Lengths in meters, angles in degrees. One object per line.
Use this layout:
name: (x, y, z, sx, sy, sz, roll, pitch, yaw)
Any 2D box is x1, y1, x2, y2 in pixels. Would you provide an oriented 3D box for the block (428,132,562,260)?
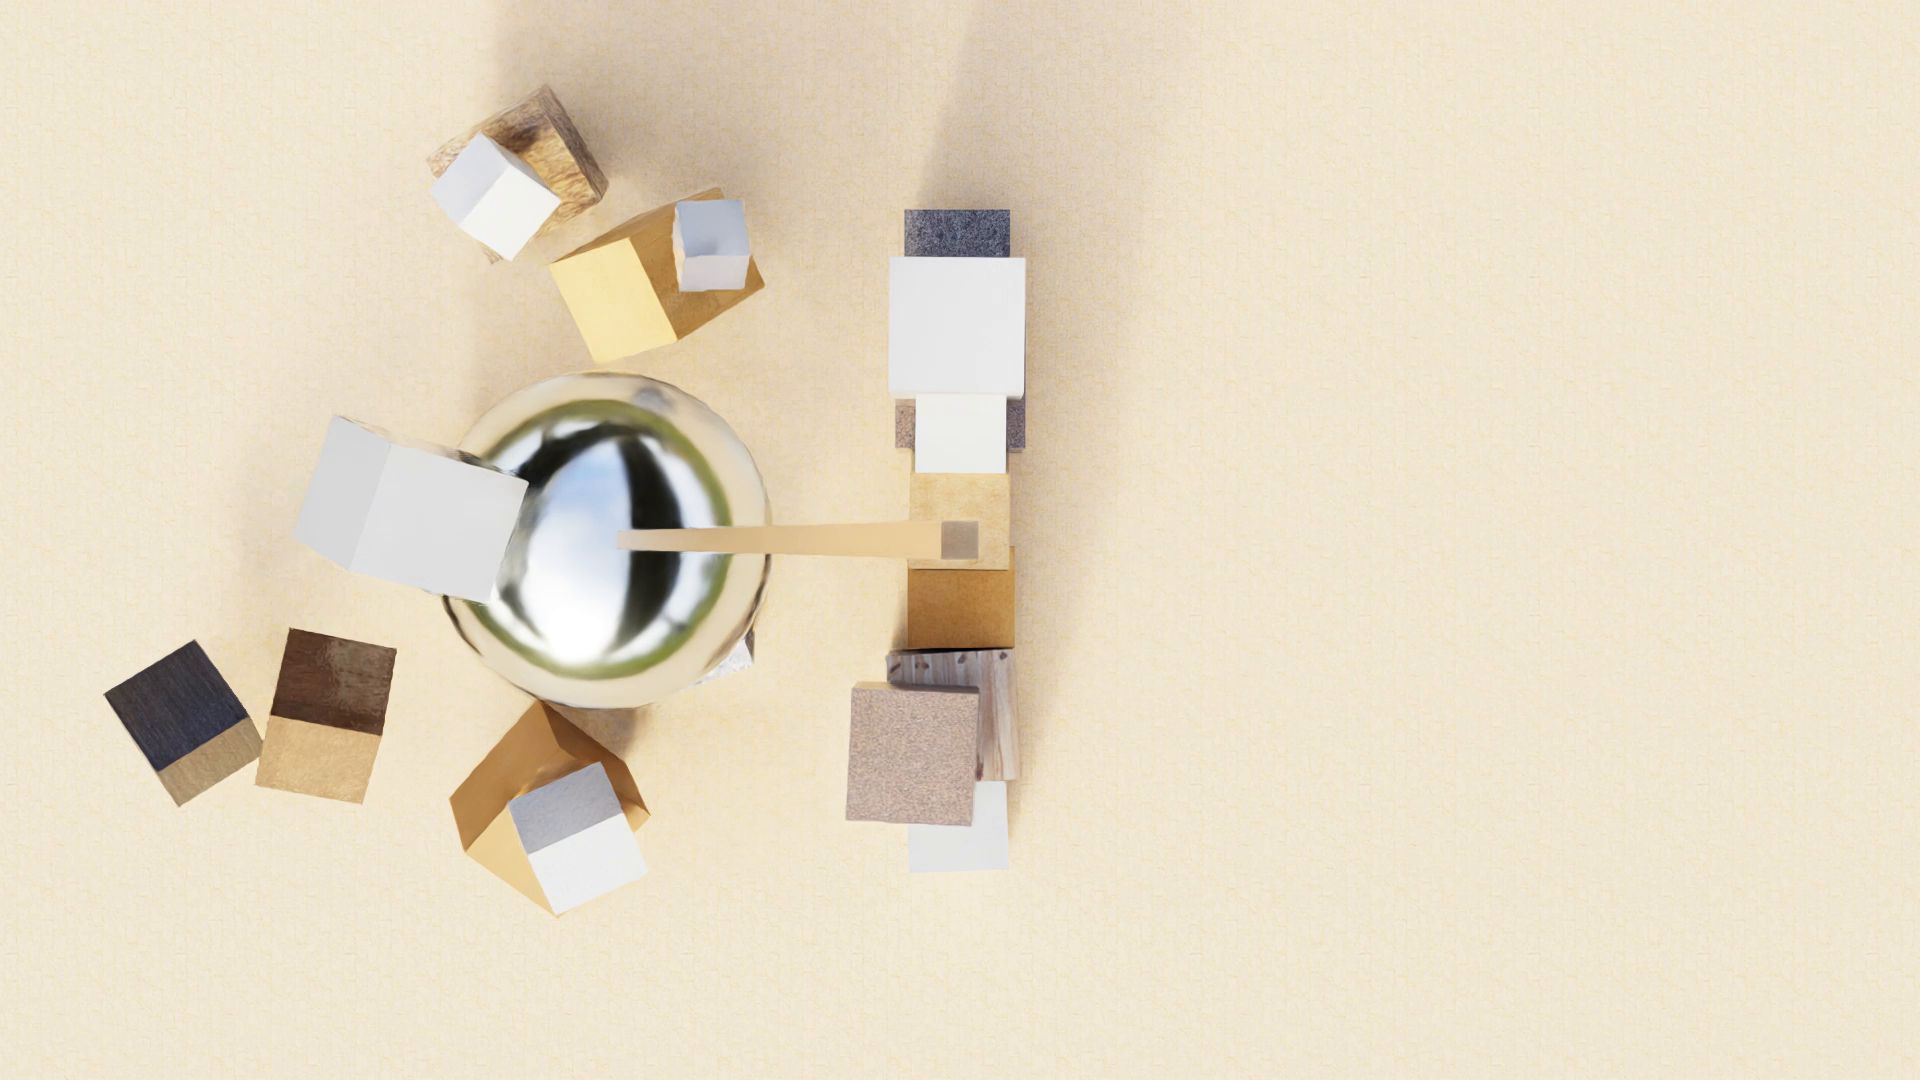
block: (-2.510, -1.857, 11.876, 0.433, 0.416, 0.380, -48, 54, 6)

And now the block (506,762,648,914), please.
block: (-2.064, 1.608, 11.886, 0.545, 0.478, 0.465, -24, 127, -11)

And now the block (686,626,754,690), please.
block: (-1.585, 0.476, 12.630, 0.643, 0.595, 0.580, -20, 106, 1)

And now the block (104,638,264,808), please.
block: (-4.366, 1.037, 12.419, 0.570, 0.540, 0.583, -34, 71, -21)

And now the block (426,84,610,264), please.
block: (-2.510, -2.097, 12.552, 0.715, 0.629, 0.673, -29, 108, 6)

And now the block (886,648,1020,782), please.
block: (-0.039, 0.996, 12.669, 0.718, 0.663, 0.730, -3, 90, 0)

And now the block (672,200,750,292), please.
block: (-1.189, -1.402, 10.478, 0.310, 0.301, 0.310, -4, 65, -14)

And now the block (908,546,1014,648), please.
block: (0.006, 0.323, 12.711, 0.606, 0.578, 0.572, 0, 90, 0)

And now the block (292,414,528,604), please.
block: (-2.347, -0.132, 9.396, 0.670, 0.554, 0.556, 17, 93, -43)

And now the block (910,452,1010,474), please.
block: (0.000, -0.238, 12.747, 0.559, 0.506, 0.531, 0, 90, 0)

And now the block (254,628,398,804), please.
block: (-3.458, 0.963, 11.995, 0.580, 0.622, 0.613, 13, 133, -16)

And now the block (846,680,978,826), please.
block: (-0.255, 1.156, 12.014, 0.675, 0.646, 0.705, 3, 90, 0)

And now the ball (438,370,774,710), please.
ball: (-1.671, 0.000, 10.326, 1.600, 1.600, 1.600, 0, 90, 0)

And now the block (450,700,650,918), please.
block: (-2.341, 1.516, 12.506, 0.683, 0.770, 0.778, 42, 90, -25)

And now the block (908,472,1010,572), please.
block: (-0.003, -0.095, 12.166, 0.543, 0.520, 0.518, 1, 88, 0)

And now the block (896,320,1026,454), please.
block: (0.002, -0.871, 12.626, 0.726, 0.749, 0.718, 0, 90, 0)

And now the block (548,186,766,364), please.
block: (-1.705, -1.491, 12.408, 0.721, 0.773, 0.618, -9, 112, 43)

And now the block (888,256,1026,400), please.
block: (-0.017, -1.137, 11.923, 0.714, 0.657, 0.707, 1, 90, 0)

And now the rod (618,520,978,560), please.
rod: (-0.724, 0.000, 7.060, 0.080, 5.200, 0.080, 0, 90, -16)

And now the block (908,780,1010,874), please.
block: (-0.013, 1.618, 12.698, 0.562, 0.604, 0.500, -2, 90, 0)

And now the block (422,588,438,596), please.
block: (-2.833, -0.006, 12.537, 0.696, 0.616, 0.615, 26, 90, 42)

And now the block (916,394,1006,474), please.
block: (0.004, -0.573, 12.047, 0.485, 0.408, 0.421, 1, 90, 0)

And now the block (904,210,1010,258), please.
block: (-0.017, -1.550, 12.686, 0.597, 0.628, 0.619, 0, 90, 0)
